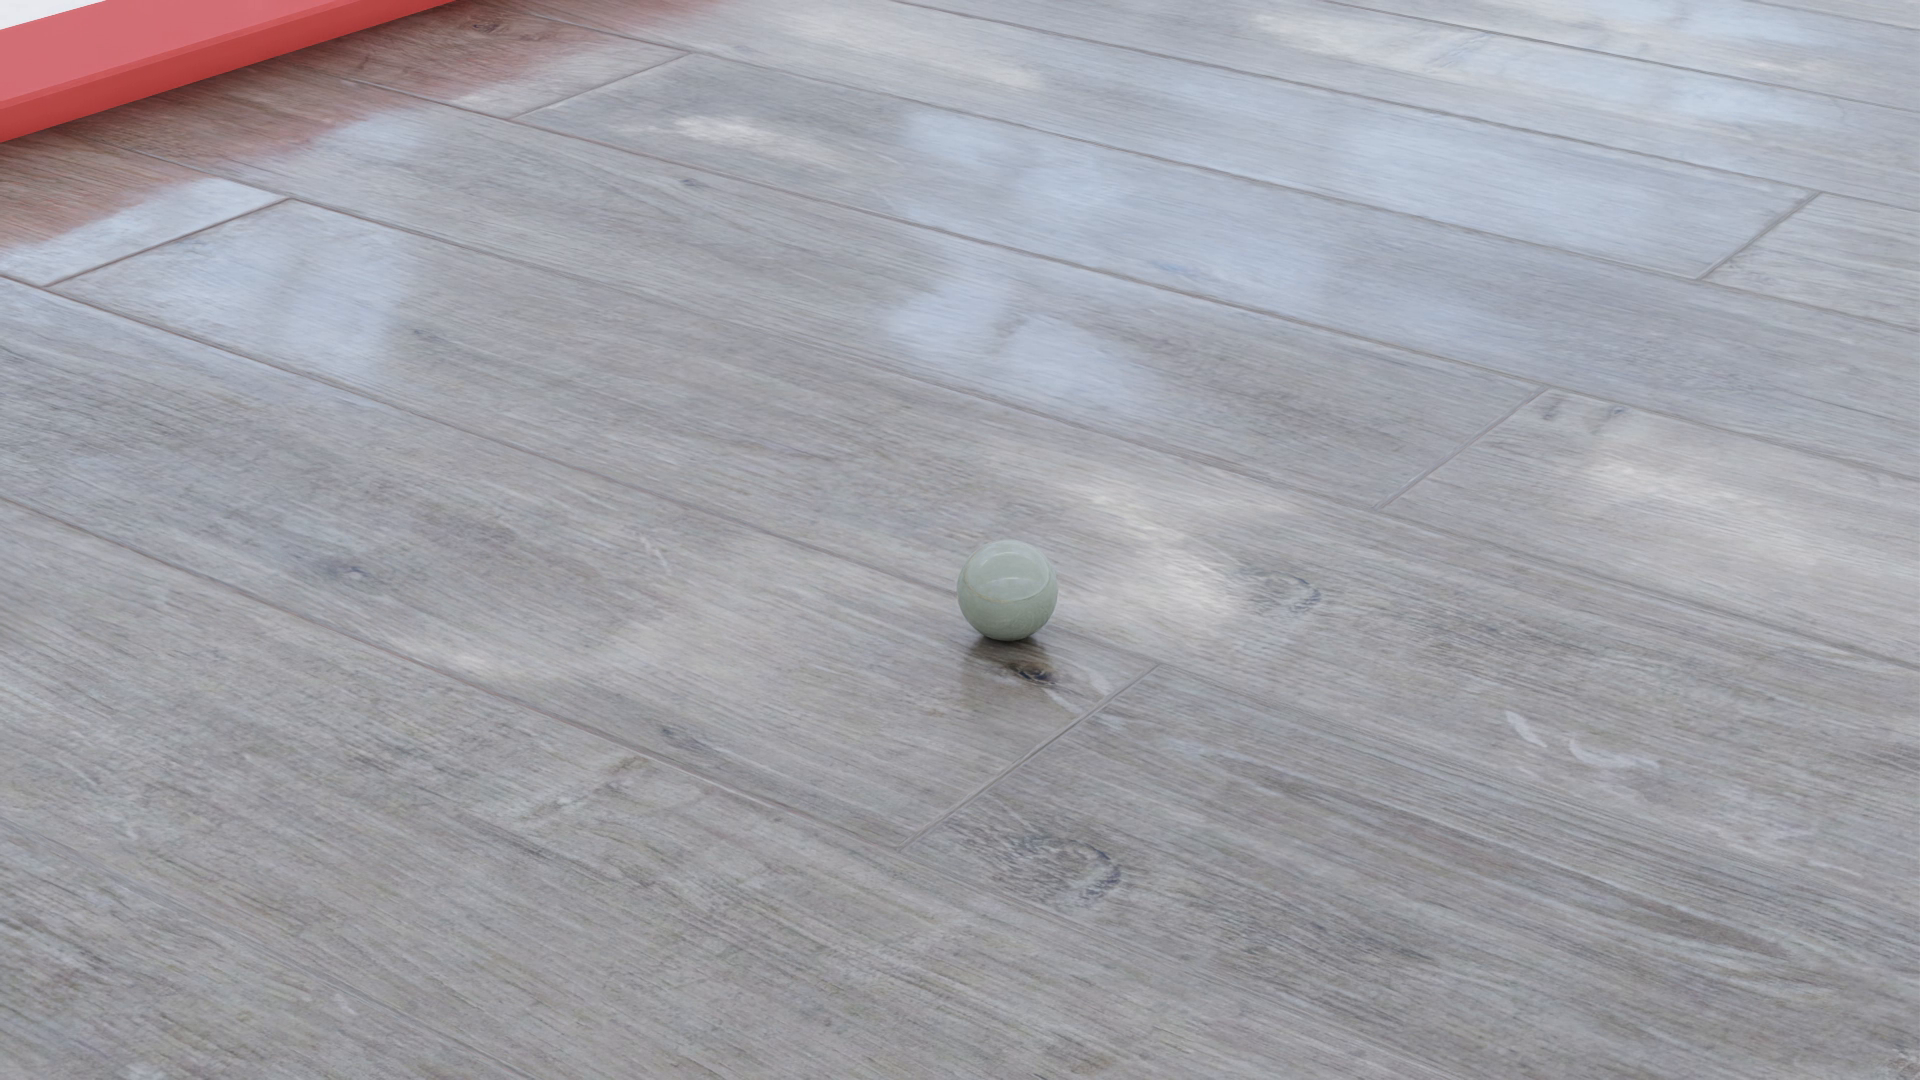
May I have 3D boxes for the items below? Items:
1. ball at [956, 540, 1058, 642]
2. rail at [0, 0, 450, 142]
[{"bbox_3d":[0.028,0.029,1.704,0.059,0.059,0.059,0,26,0],"label":"ball"},{"bbox_3d":[-0.325,-0.668,3.077,0.045,0.094,3.978,18,31,32],"label":"rail"}]
